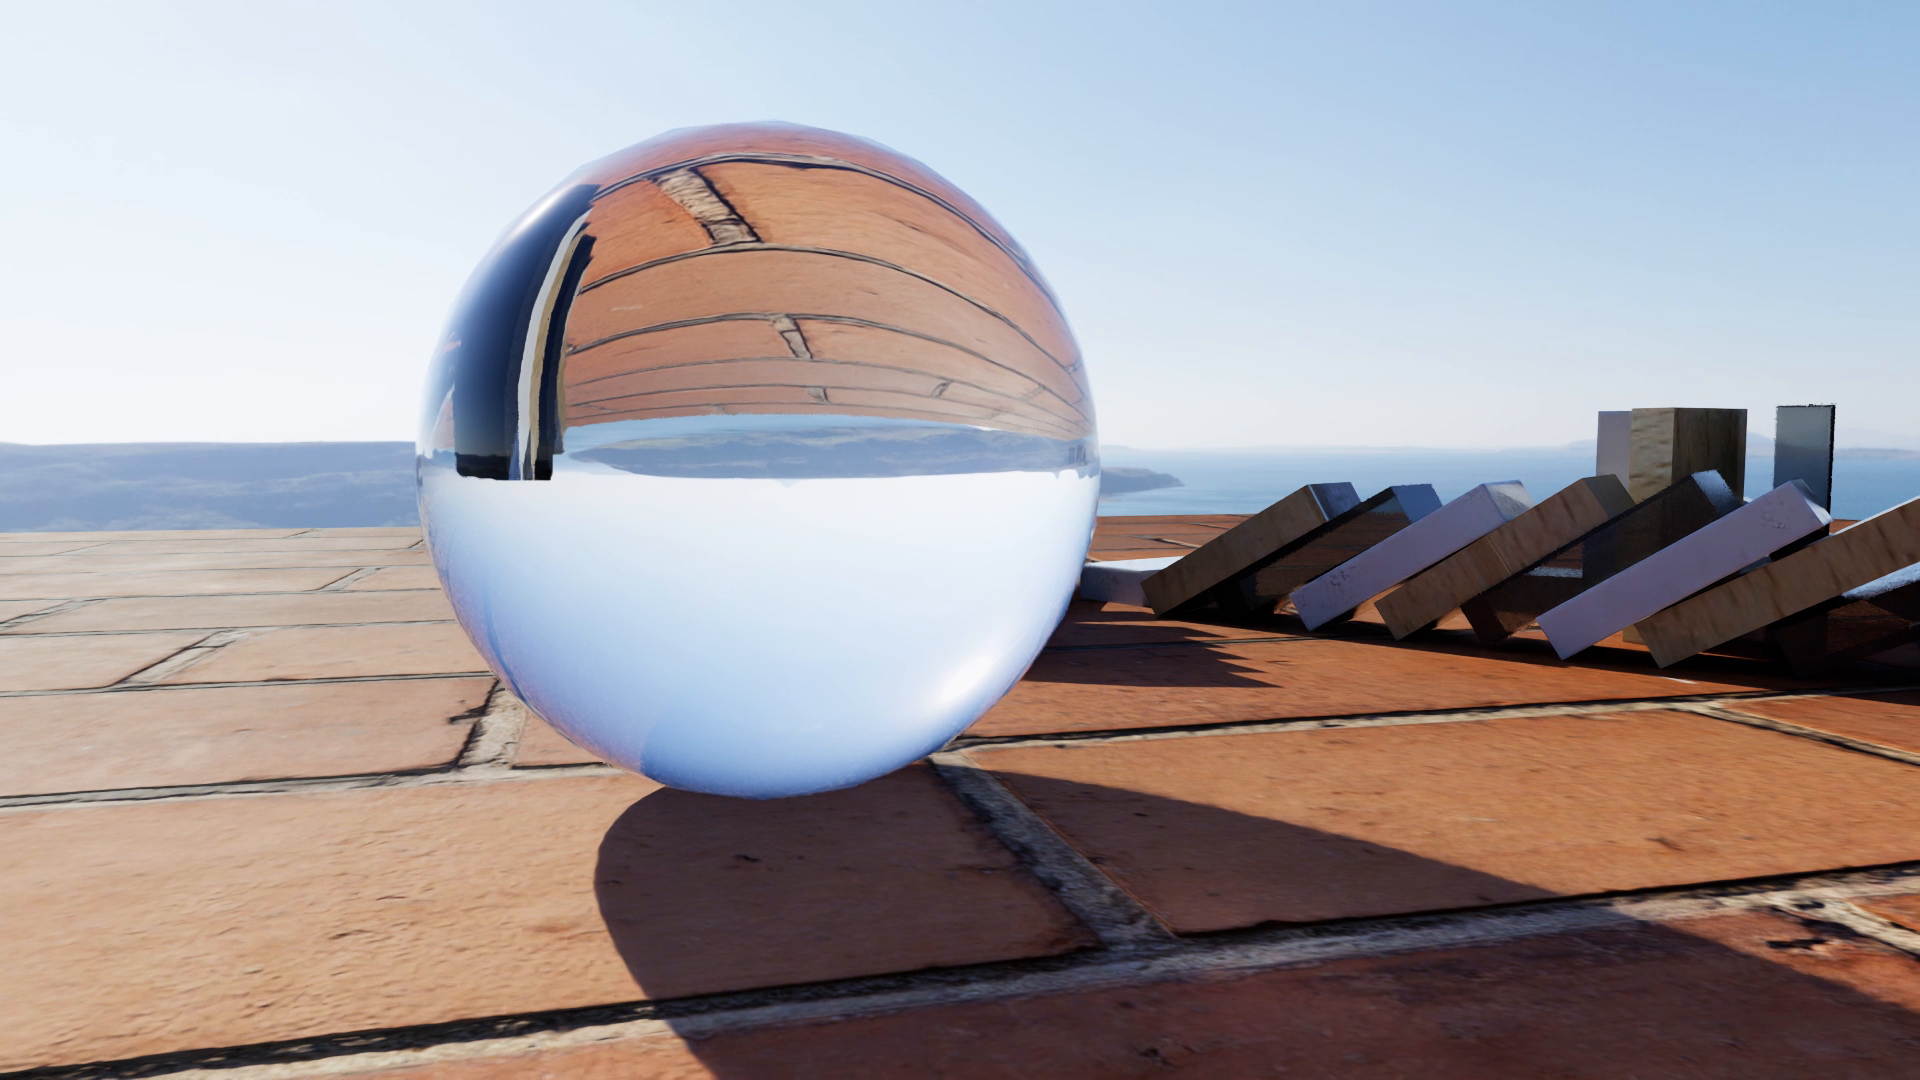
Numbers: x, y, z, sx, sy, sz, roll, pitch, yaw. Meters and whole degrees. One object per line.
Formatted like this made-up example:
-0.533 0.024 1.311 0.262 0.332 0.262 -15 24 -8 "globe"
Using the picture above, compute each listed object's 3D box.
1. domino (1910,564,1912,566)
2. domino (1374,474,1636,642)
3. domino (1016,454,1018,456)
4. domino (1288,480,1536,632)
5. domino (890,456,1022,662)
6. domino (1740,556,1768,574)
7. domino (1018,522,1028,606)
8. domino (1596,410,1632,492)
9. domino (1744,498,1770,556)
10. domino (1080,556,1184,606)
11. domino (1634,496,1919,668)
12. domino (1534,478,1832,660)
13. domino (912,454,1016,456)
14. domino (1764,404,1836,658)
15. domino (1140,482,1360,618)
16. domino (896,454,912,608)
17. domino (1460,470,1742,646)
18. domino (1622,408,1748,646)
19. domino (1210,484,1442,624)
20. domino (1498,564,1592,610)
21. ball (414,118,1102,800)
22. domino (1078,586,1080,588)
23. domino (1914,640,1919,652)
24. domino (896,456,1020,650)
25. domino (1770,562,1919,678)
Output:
0.240 0.009 0.300 0.025 0.009 0.050 36 12 9 "domino"
0.116 0.004 0.273 0.025 0.009 0.050 -6 -26 -49 "domino"
0.001 -0.002 0.323 0.025 0.010 0.050 1 45 6 "domino"
0.101 0.004 0.287 0.050 0.009 0.025 -37 -19 36 "domino"
0.000 0.003 0.265 0.025 0.009 0.050 0 45 1 "domino"
0.186 0.002 0.322 0.050 0.009 0.025 30 19 26 "domino"
0.003 -0.001 0.341 0.025 0.009 0.050 -5 36 1 "domino"
0.160 -0.005 0.295 0.025 0.050 0.009 2 5 29 "domino"
0.212 0.003 0.316 0.025 0.010 0.050 8 22 -39 "domino"
0.061 0.011 0.359 0.050 0.010 0.025 -3 5 -35 "domino"
0.155 0.008 0.240 0.050 0.009 0.025 -35 -18 35 "domino"
0.140 0.006 0.249 0.050 0.010 0.025 -38 -20 33 "domino"
0.001 0.001 0.294 0.025 0.010 0.050 0 45 1 "domino"
0.172 -0.002 0.262 0.010 0.050 0.025 3 5 32 "domino"
0.071 0.002 0.312 0.050 0.009 0.025 -34 -18 35 "domino"
-0.001 0.000 0.308 0.025 0.010 0.050 0 45 1 "domino"
0.129 0.004 0.260 0.025 0.010 0.050 -7 -26 -50 "domino"
0.156 -0.003 0.275 0.025 0.050 0.010 -2 5 -28 "domino"
0.086 0.003 0.300 0.050 0.009 0.025 -34 -18 35 "domino"
0.169 0.013 0.335 0.050 0.010 0.025 3 5 32 "domino"
-0.023 -0.009 0.156 0.080 0.080 0.080 0 4 0 "ball"
0.018 0.011 0.361 0.025 0.010 0.050 1 4 12 "domino"
0.198 0.010 0.224 0.050 0.009 0.025 -27 -7 25 "domino"
0.000 0.002 0.279 0.025 0.010 0.050 0 45 1 "domino"
0.175 0.010 0.232 0.050 0.009 0.025 -28 -10 29 "domino"
